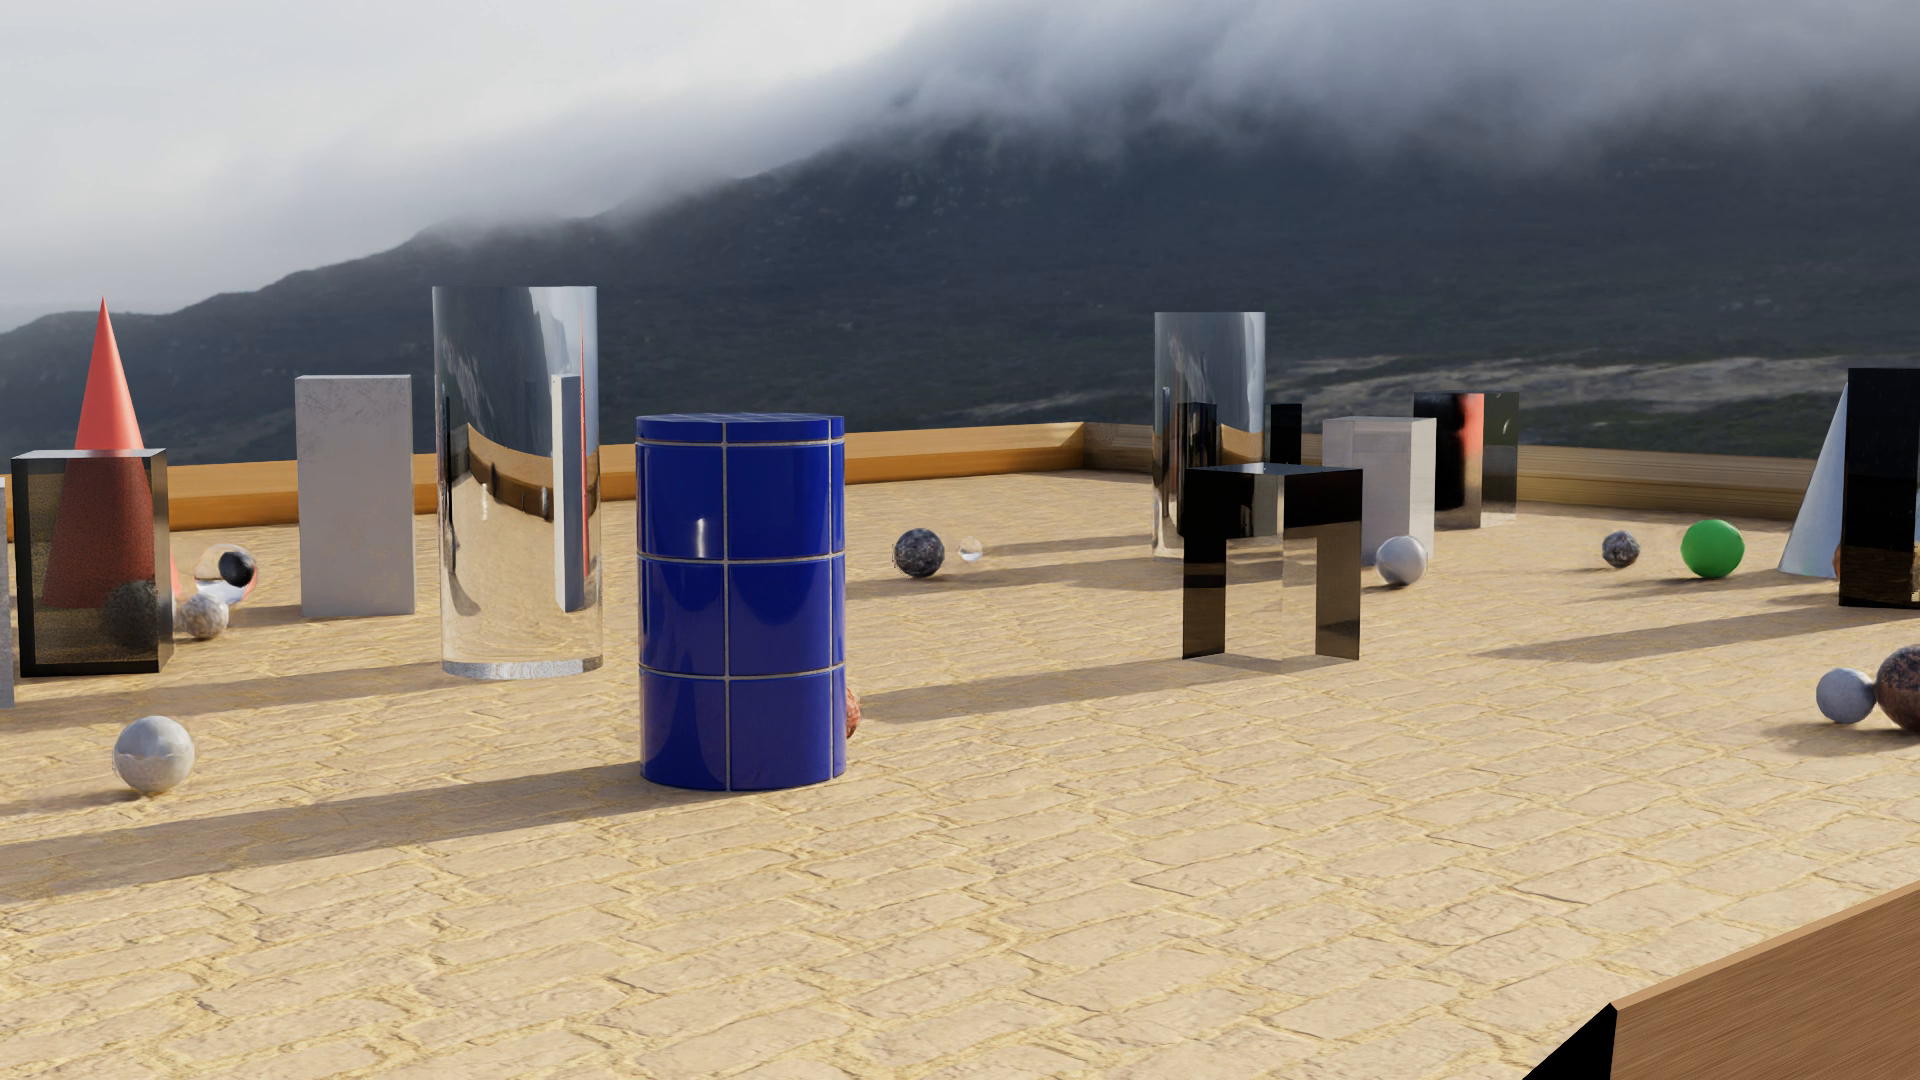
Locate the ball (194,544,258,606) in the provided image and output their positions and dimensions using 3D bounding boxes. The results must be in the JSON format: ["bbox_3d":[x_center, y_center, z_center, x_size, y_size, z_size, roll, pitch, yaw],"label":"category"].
[{"bbox_3d":[-1.113,0.052,3.336,0.093,0.093,0.093,0,6,0],"label":"ball"}]

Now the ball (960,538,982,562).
[{"bbox_3d":[0.020,0.018,3.919,0.041,0.041,0.041,0,6,0],"label":"ball"}]

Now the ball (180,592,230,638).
[{"bbox_3d":[-1.029,0.103,2.995,0.064,0.064,0.064,0,6,0],"label":"ball"}]

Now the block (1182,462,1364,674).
[{"bbox_3d":[0.398,0.032,2.801,0.160,0.246,0.160,-6,8,-43],"label":"block"}]

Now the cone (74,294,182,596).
[{"bbox_3d":[-1.328,-0.147,3.433,0.199,0.470,0.199,0,6,0],"label":"cone"}]

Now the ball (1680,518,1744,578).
[{"bbox_3d":[1.255,0.015,3.668,0.100,0.100,0.100,0,6,0],"label":"ball"}]

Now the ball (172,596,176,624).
[{"bbox_3d":[-1.101,0.093,2.950,0.092,0.092,0.092,0,6,0],"label":"ball"}]

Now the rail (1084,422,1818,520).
[{"bbox_3d":[1.636,-0.123,4.833,0.045,0.130,3.842,-5,8,-42],"label":"rail"}]

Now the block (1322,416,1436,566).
[{"bbox_3d":[0.749,-0.090,3.932,0.160,0.253,0.160,3,7,27],"label":"block"}]

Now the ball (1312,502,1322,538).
[{"bbox_3d":[0.718,-0.037,4.162,0.100,0.100,0.100,0,6,0],"label":"ball"}]

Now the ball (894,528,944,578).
[{"bbox_3d":[-0.068,0.022,3.677,0.084,0.084,0.084,0,6,0],"label":"ball"}]

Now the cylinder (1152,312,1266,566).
[{"bbox_3d":[0.443,-0.184,3.923,0.199,0.442,0.199,0,6,0],"label":"cylinder"}]

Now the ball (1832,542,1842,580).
[{"bbox_3d":[1.435,0.035,3.480,0.099,0.099,0.099,0,6,0],"label":"ball"}]

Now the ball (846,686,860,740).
[{"bbox_3d":[-0.138,0.177,2.249,0.071,0.071,0.071,0,6,0],"label":"ball"}]

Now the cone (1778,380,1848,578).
[{"bbox_3d":[1.509,-0.109,3.758,0.199,0.326,0.199,0,6,0],"label":"cone"}]

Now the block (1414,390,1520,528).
[{"bbox_3d":[1.060,-0.173,4.617,0.160,0.276,0.160,5,8,40],"label":"block"}]

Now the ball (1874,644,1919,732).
[{"bbox_3d":[1.021,0.157,2.335,0.093,0.093,0.093,0,6,0],"label":"ball"}]

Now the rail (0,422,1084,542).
[{"bbox_3d":[-1.287,-0.111,4.719,4.500,0.130,0.045,-5,8,-42],"label":"rail"}]

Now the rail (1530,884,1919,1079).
[{"bbox_3d":[1.287,0.178,1.945,4.500,0.130,0.045,-5,8,-42],"label":"rail"}]

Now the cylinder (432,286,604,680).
[{"bbox_3d":[-0.549,-0.077,2.743,0.199,0.474,0.199,0,6,0],"label":"cylinder"}]

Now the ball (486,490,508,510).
[{"bbox_3d":[-1.035,-0.090,4.919,0.049,0.049,0.049,0,6,0],"label":"ball"}]

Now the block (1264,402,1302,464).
[{"bbox_3d":[0.574,-0.146,4.439,0.160,0.260,0.160,-4,7,-37],"label":"block"}]

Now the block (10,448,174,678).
[{"bbox_3d":[-1.085,0.025,2.760,0.160,0.268,0.160,-1,6,-13],"label":"block"}]

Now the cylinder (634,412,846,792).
[{"bbox_3d":[-0.210,0.053,2.120,0.199,0.343,0.199,0,6,0],"label":"cylinder"}]

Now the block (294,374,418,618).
[{"bbox_3d":[-0.899,-0.070,3.281,0.160,0.348,0.160,-1,6,-12],"label":"block"}]

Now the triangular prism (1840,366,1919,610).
[{"bbox_3d":[1.439,-0.083,3.352,0.173,0.360,0.150,2,6,20],"label":"triangular prism"}]

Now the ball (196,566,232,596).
[{"bbox_3d":[-1.161,0.065,3.421,0.050,0.050,0.050,0,6,0],"label":"ball"}]

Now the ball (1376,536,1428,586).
[{"bbox_3d":[0.717,0.034,3.572,0.082,0.082,0.082,0,6,0],"label":"ball"}]

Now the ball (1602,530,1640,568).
[{"bbox_3d":[1.149,0.016,3.823,0.065,0.065,0.065,0,6,0],"label":"ball"}]

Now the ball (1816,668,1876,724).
[{"bbox_3d":[0.959,0.168,2.379,0.061,0.061,0.061,0,6,0],"label":"ball"}]

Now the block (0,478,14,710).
[{"bbox_3d":[-1.168,0.061,2.501,0.160,0.249,0.160,-3,6,-23],"label":"block"}]

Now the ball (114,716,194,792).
[{"bbox_3d":[-0.747,0.199,2.039,0.071,0.071,0.071,0,6,0],"label":"ball"}]
